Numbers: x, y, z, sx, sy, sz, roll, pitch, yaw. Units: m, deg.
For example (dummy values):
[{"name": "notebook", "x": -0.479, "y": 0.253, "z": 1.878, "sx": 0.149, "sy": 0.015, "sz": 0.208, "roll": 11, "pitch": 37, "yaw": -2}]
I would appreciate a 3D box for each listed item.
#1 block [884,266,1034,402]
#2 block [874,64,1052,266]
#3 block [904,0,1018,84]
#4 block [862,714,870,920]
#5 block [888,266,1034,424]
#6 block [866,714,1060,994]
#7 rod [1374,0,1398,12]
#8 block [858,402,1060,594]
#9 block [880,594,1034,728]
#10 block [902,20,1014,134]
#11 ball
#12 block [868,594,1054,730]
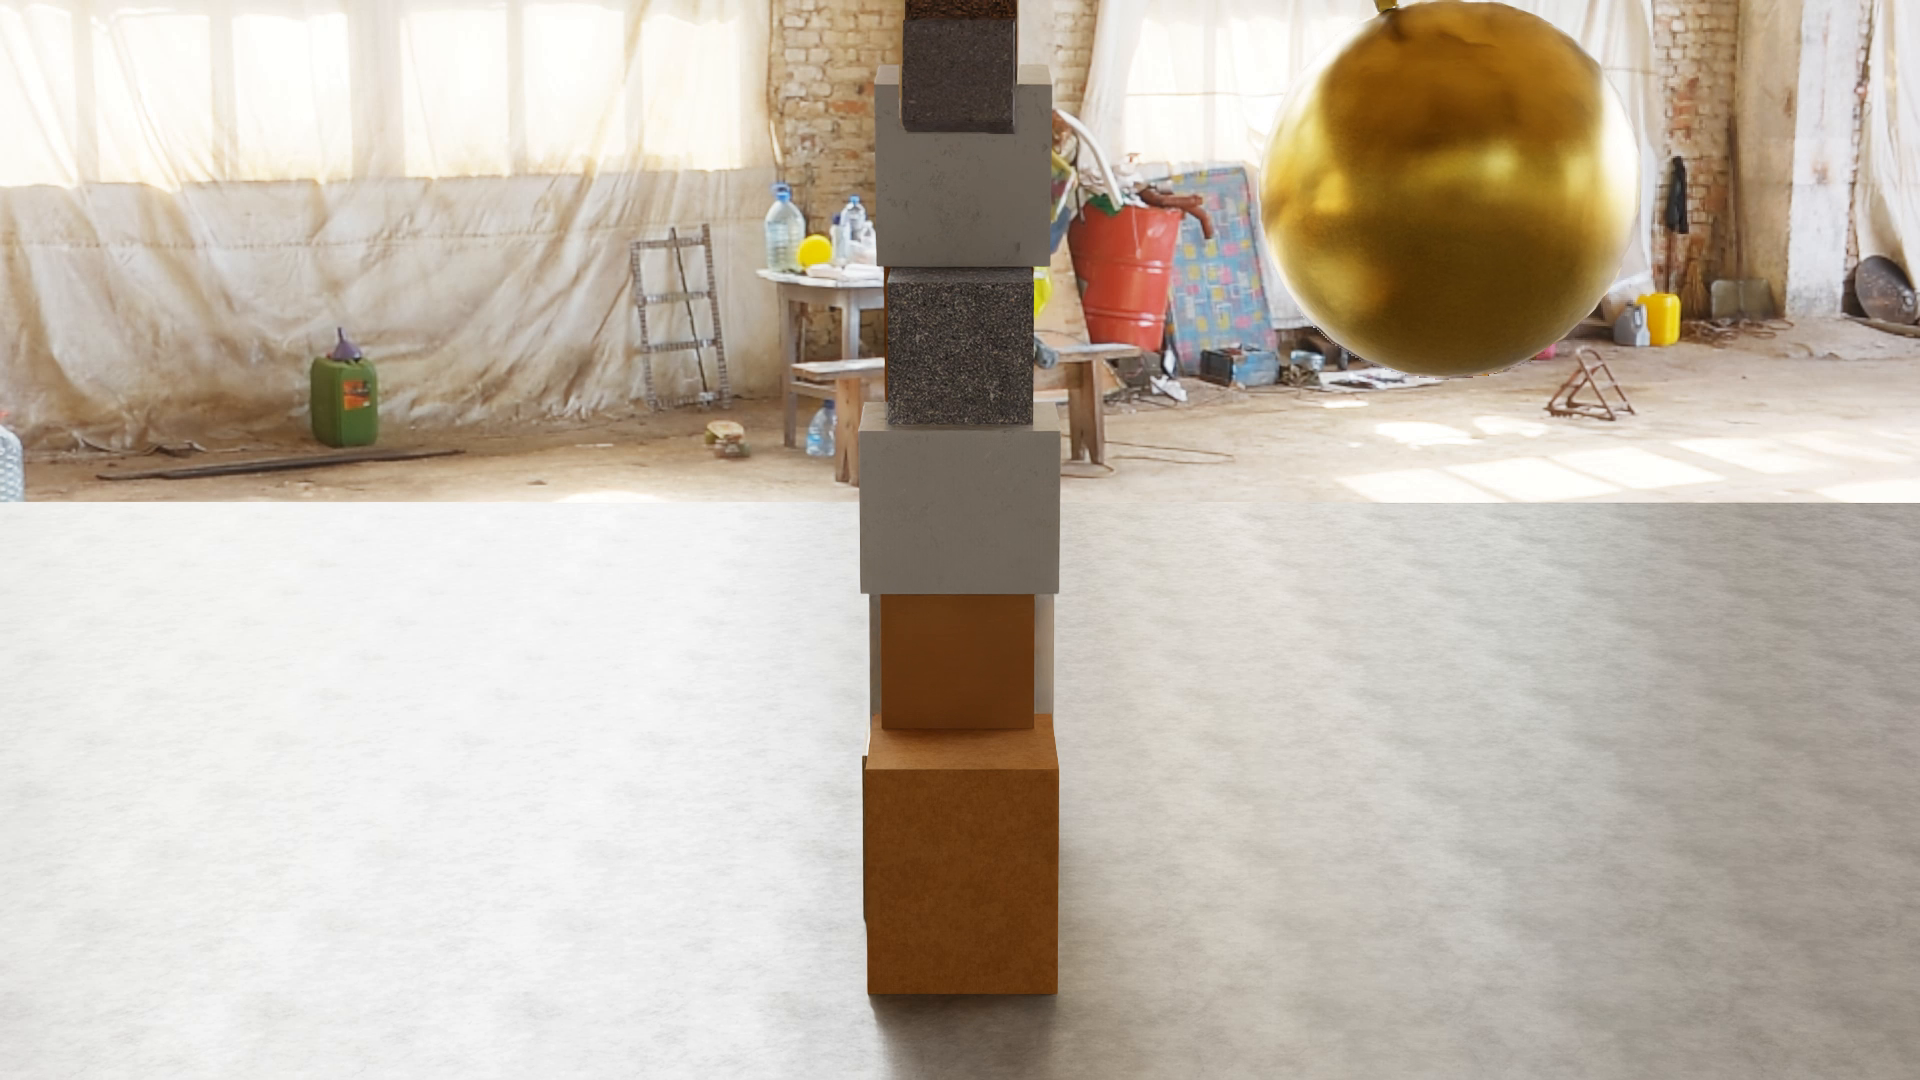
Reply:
[{"name": "block", "x": -0.005, "y": -0.946, "z": 11.044, "sx": 0.625, "sy": 0.641, "sz": 0.595, "roll": 0, "pitch": 19, "yaw": 0}, {"name": "block", "x": 0.015, "y": -1.571, "z": 10.715, "sx": 0.715, "sy": 0.744, "sz": 0.615, "roll": 0, "pitch": 18, "yaw": 0}, {"name": "block", "x": 0.010, "y": -2.008, "z": 10.165, "sx": 0.438, "sy": 0.383, "sz": 0.423, "roll": 1, "pitch": 12, "yaw": 2}, {"name": "block", "x": -0.017, "y": 1.182, "z": 11.062, "sx": 0.780, "sy": 0.716, "sz": 0.716, "roll": 0, "pitch": 10, "yaw": 0}, {"name": "block", "x": 0.003, "y": -0.802, "z": 10.406, "sx": 0.575, "sy": 0.564, "sz": 0.625, "roll": 0, "pitch": 13, "yaw": 0}, {"name": "block", "x": 0.010, "y": 1.236, "z": 10.260, "sx": 0.737, "sy": 0.897, "sz": 0.861, "roll": 0, "pitch": 10, "yaw": 0}, {"name": "rod", "x": 0.899, "y": -4.631, "z": 10.338, "sx": 0.080, "sy": 5.200, "sz": 0.080, "roll": -20, "pitch": 10, "yaw": 4}, {"name": "block", "x": -0.001, "y": -0.180, "z": 10.429, "sx": 0.791, "sy": 0.659, "sz": 0.659, "roll": 0, "pitch": 13, "yaw": 0}, {"name": "block", "x": -0.009, "y": 0.418, "z": 10.574, "sx": 0.616, "sy": 0.574, "sz": 0.566, "roll": 0, "pitch": 13, "yaw": 0}, {"name": "block", "x": -0.002, "y": -1.749, "z": 9.708, "sx": 0.413, "sy": 0.372, "sz": 0.427, "roll": 0, "pitch": 3, "yaw": 2}, {"name": "ball", "x": 2.074, "y": -1.492, "z": 10.909, "sx": 1.600, "sy": 1.600, "sz": 1.600, "roll": 0, "pitch": 10, "yaw": 0}, {"name": "block", "x": 0.007, "y": 0.389, "z": 11.234, "sx": 0.784, "sy": 0.782, "sz": 0.691, "roll": 0, "pitch": 10, "yaw": 0}]
